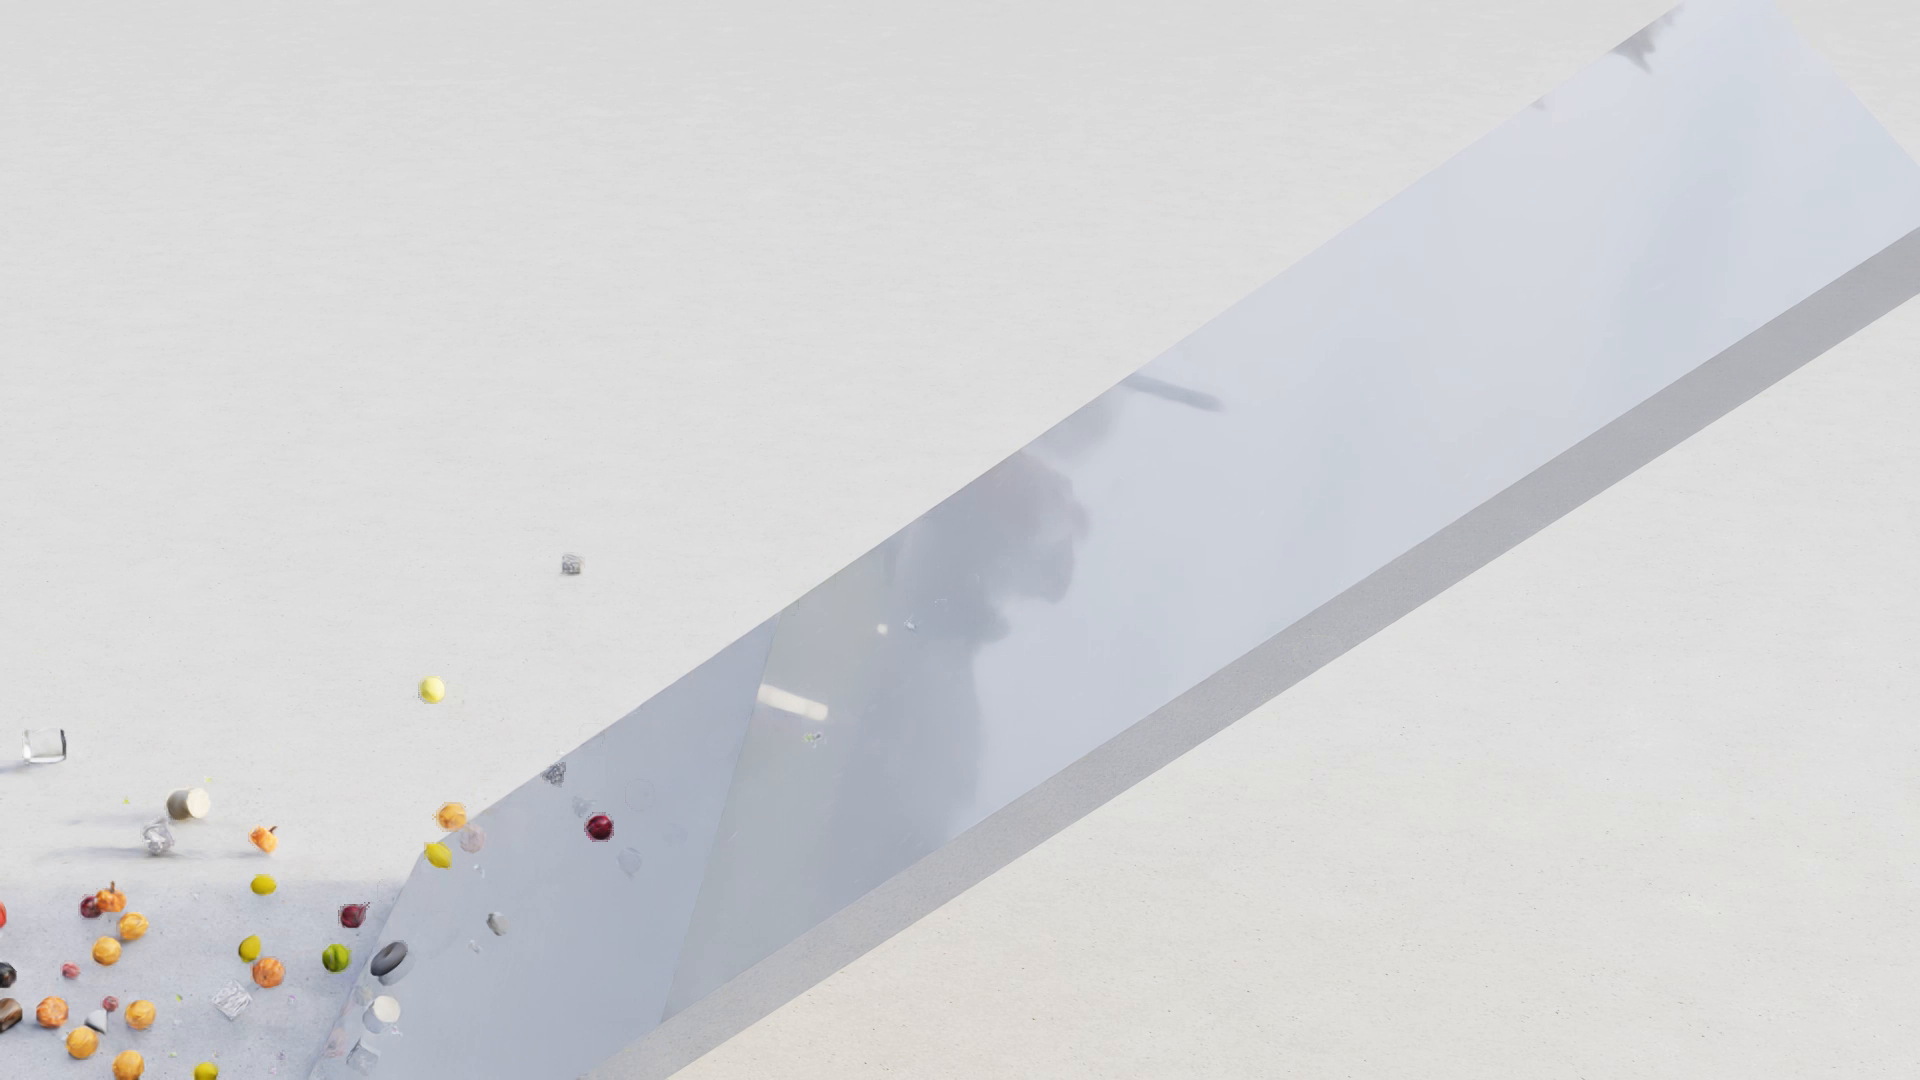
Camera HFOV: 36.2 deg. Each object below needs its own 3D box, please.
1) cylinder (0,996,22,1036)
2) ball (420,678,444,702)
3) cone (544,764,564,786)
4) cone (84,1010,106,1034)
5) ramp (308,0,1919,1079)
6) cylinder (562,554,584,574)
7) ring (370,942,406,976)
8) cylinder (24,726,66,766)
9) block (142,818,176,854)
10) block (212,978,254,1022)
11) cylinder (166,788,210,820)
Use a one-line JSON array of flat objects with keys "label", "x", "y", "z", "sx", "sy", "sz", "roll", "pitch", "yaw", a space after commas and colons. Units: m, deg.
[{"label": "cylinder", "x": -2.318, "y": 1.152, "z": 7.117, "sx": 0.067, "sy": 0.067, "sz": 0.067, "roll": 15, "pitch": 43, "yaw": 33}, {"label": "ball", "x": -1.583, "y": 0.450, "z": 8.822, "sx": 0.075, "sy": 0.075, "sz": 0.075, "roll": 0, "pitch": 22, "yaw": 0}, {"label": "cone", "x": -1.001, "y": 0.575, "z": 7.333, "sx": 0.055, "sy": 0.055, "sz": 0.055, "roll": 35, "pitch": 25, "yaw": -19}, {"label": "cone", "x": -2.076, "y": 1.176, "z": 7.110, "sx": 0.059, "sy": 0.059, "sz": 0.059, "roll": -19, "pitch": 53, "yaw": -38}, {"label": "ramp", "x": 0.131, "y": 0.178, "z": 6.318, "sx": 4.000, "sy": 0.100, "sz": 2.000, "roll": -34, "pitch": 16, "yaw": 16}, {"label": "cylinder", "x": -1.280, "y": 0.080, "z": 9.725, "sx": 0.061, "sy": 0.061, "sz": 0.061, "roll": 5, "pitch": 23, "yaw": 2}, {"label": "ring", "x": -1.380, "y": 1.011, "z": 7.096, "sx": 0.104, "sy": 0.035, "sz": 0.104, "roll": -34, "pitch": 17, "yaw": 12}, {"label": "cylinder", "x": -2.616, "y": 0.590, "z": 8.406, "sx": 0.100, "sy": 0.100, "sz": 0.100, "roll": -6, "pitch": 22, "yaw": -28}, {"label": "block", "x": -2.161, "y": 0.798, "z": 7.934, "sx": 0.065, "sy": 0.065, "sz": 0.065, "roll": -23, "pitch": 15, "yaw": -9}, {"label": "block", "x": -1.757, "y": 1.111, "z": 7.102, "sx": 0.070, "sy": 0.070, "sz": 0.070, "roll": -45, "pitch": 1, "yaw": -19}, {"label": "cylinder", "x": -2.128, "y": 0.727, "z": 8.110, "sx": 0.081, "sy": 0.081, "sz": 0.081, "roll": -9, "pitch": 15, "yaw": 33}]
